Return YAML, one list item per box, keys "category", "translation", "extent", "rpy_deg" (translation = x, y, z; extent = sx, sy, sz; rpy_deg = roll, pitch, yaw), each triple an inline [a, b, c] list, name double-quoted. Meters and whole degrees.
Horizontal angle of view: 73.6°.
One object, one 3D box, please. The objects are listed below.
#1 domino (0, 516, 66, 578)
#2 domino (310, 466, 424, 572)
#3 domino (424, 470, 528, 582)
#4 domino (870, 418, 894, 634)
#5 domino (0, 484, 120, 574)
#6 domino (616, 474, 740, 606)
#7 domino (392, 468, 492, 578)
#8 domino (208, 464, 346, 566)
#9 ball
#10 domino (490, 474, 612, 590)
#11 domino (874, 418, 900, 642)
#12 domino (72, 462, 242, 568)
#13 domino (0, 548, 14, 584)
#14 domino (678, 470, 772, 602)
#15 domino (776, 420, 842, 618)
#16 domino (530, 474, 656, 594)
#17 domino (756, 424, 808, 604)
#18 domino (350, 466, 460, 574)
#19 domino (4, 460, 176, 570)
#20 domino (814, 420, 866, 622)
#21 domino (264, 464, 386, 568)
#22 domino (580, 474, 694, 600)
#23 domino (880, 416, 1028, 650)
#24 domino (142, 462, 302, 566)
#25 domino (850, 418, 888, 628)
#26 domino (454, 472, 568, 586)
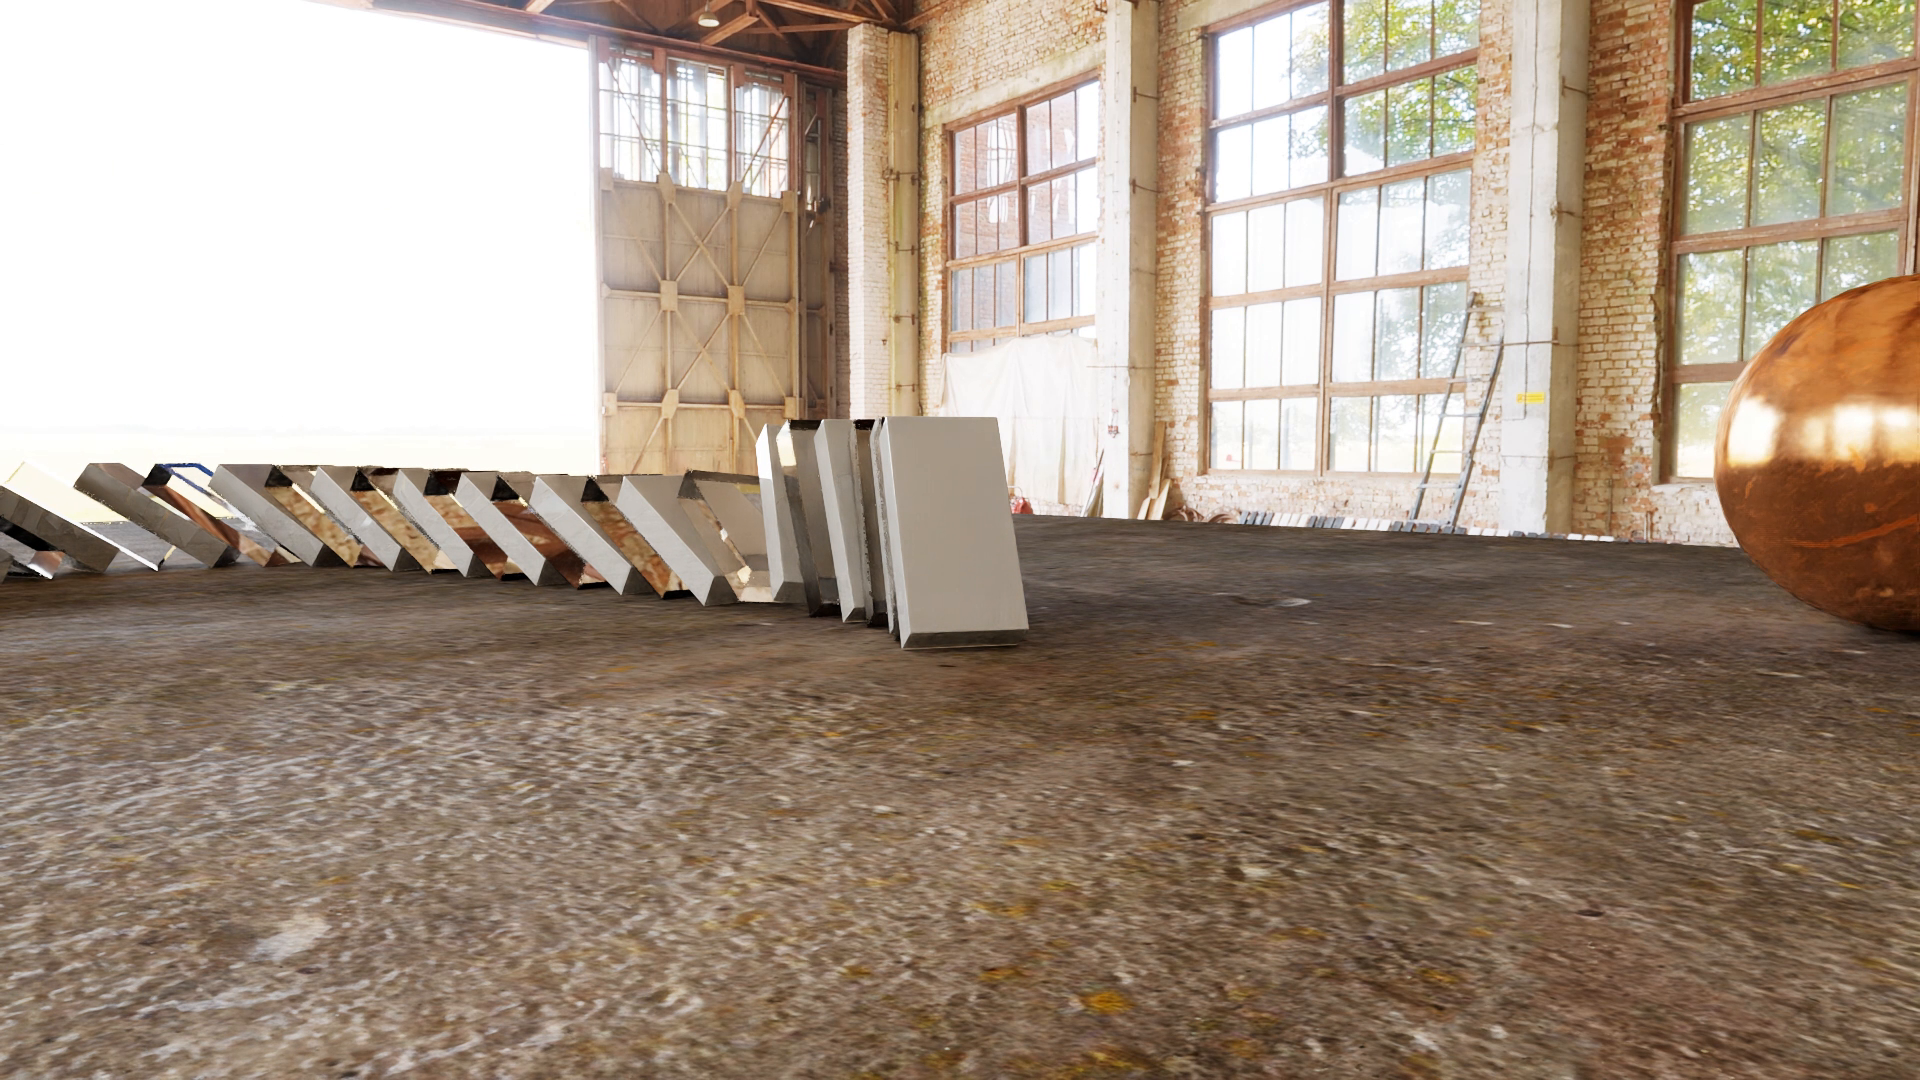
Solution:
- category: "domino"
  translation: [-0.306, -0.005, 0.392]
  extent: [0.025, 0.010, 0.050]
  rpy_deg: [2, -29, 21]
- category: "domino"
  translation: [-0.200, -0.008, 0.447]
  extent: [0.050, 0.010, 0.025]
  rpy_deg: [38, 21, 22]
- category: "domino"
  translation: [-0.150, -0.006, 0.417]
  extent: [0.050, 0.010, 0.025]
  rpy_deg: [39, 25, 29]
- category: "domino"
  translation: [-0.006, -0.004, 0.296]
  extent: [0.025, 0.050, 0.010]
  rpy_deg: [-1, -24, -14]
- category: "domino"
  translation: [-0.301, -0.006, 0.412]
  extent: [0.025, 0.010, 0.050]
  rpy_deg: [3, -29, 37]
- category: "domino"
  translation: [-0.072, -0.001, 0.358]
  extent: [0.025, 0.009, 0.050]
  rpy_deg: [-4, 36, -45]
- category: "domino"
  translation: [-0.165, -0.007, 0.429]
  extent: [0.050, 0.010, 0.025]
  rpy_deg: [39, 26, 29]
- category: "domino"
  translation: [-0.238, -0.009, 0.456]
  extent: [0.050, 0.009, 0.025]
  rpy_deg: [35, 10, 9]
- category: "ball"
  translation: [0.214, -0.019, 0.285]
  extent: [0.080, 0.080, 0.080]
  rpy_deg: [0, 4, 0]
- category: "domino"
  translation: [-0.119, -0.003, 0.394]
  extent: [0.050, 0.010, 0.025]
  rpy_deg: [38, 25, 30]
- category: "domino"
  translation: [-0.004, -0.003, 0.286]
  extent: [0.025, 0.050, 0.009]
  rpy_deg: [-1, -24, -14]
- category: "domino"
  translation: [-0.276, -0.009, 0.446]
  extent: [0.050, 0.009, 0.025]
  rpy_deg: [35, -4, -13]
- category: "domino"
  translation: [-0.305, -0.003, 0.371]
  extent: [0.025, 0.009, 0.050]
  rpy_deg: [1, -28, 8]
- category: "domino"
  translation: [-0.056, -0.001, 0.350]
  extent: [0.025, 0.010, 0.050]
  rpy_deg: [4, 31, -37]
- category: "domino"
  translation: [-0.029, -0.006, 0.324]
  extent: [0.025, 0.050, 0.010]
  rpy_deg: [-2, -23, -27]
- category: "domino"
  translation: [-0.103, -0.003, 0.382]
  extent: [0.050, 0.010, 0.025]
  rpy_deg: [38, 25, 30]
- category: "domino"
  translation: [-0.038, -0.007, 0.337]
  extent: [0.025, 0.050, 0.010]
  rpy_deg: [6, -37, -25]
- category: "domino"
  translation: [-0.182, -0.007, 0.438]
  extent: [0.050, 0.009, 0.025]
  rpy_deg: [38, 22, 24]
- category: "domino"
  translation: [-0.292, -0.008, 0.432]
  extent: [0.050, 0.010, 0.025]
  rpy_deg: [39, -17, -28]
- category: "domino"
  translation: [-0.019, -0.005, 0.316]
  extent: [0.025, 0.050, 0.010]
  rpy_deg: [-2, -24, -23]
- category: "domino"
  translation: [-0.218, -0.009, 0.453]
  extent: [0.050, 0.009, 0.025]
  rpy_deg: [36, 16, 18]
- category: "domino"
  translation: [-0.086, -0.002, 0.371]
  extent: [0.025, 0.010, 0.050]
  rpy_deg: [-4, 36, -46]
- category: "domino"
  translation: [-0.002, -0.002, 0.275]
  extent: [0.025, 0.050, 0.010]
  rpy_deg: [-1, -24, -14]
- category: "domino"
  translation: [-0.258, -0.009, 0.453]
  extent: [0.050, 0.010, 0.025]
  rpy_deg: [34, 4, -2]
- category: "domino"
  translation: [-0.011, -0.005, 0.306]
  extent: [0.025, 0.050, 0.010]
  rpy_deg: [-1, -24, -14]
- category: "domino"
  translation: [-0.135, -0.005, 0.405]
  extent: [0.050, 0.010, 0.025]
  rpy_deg: [38, 25, 29]
